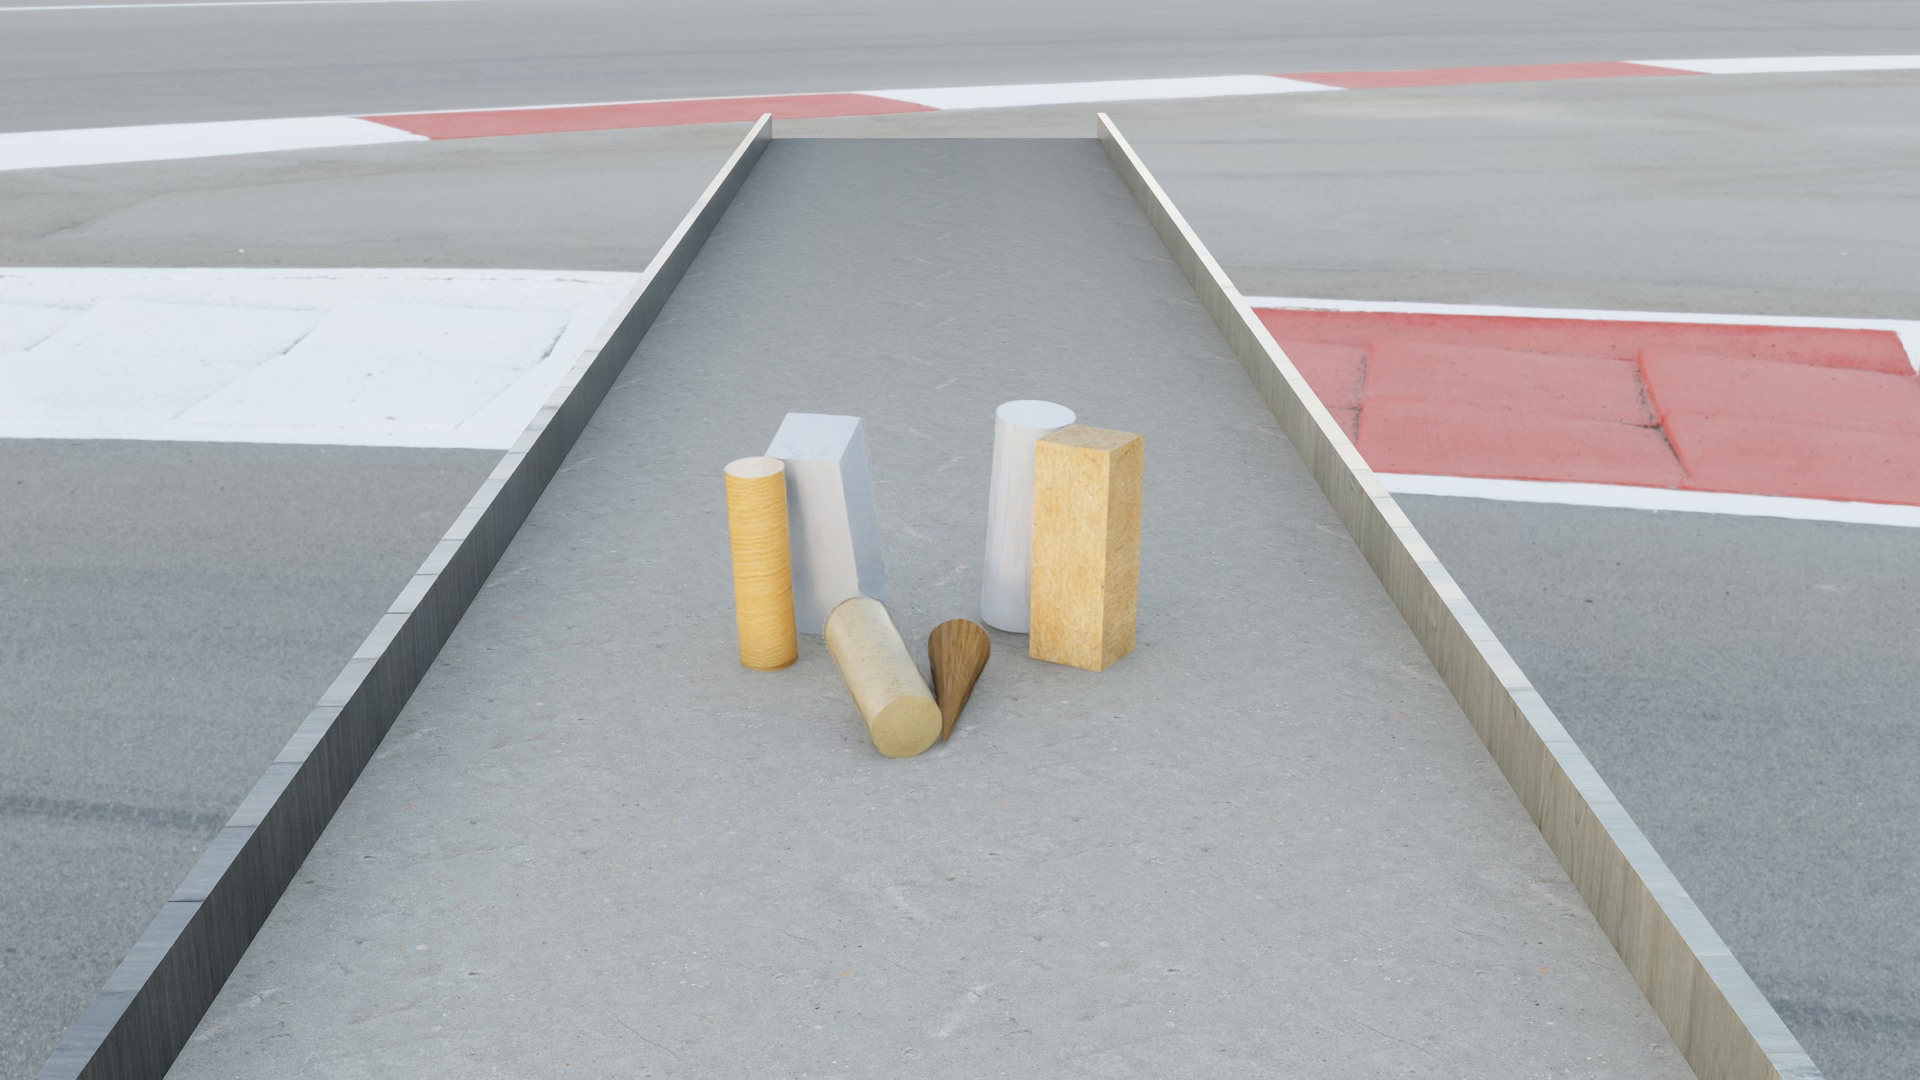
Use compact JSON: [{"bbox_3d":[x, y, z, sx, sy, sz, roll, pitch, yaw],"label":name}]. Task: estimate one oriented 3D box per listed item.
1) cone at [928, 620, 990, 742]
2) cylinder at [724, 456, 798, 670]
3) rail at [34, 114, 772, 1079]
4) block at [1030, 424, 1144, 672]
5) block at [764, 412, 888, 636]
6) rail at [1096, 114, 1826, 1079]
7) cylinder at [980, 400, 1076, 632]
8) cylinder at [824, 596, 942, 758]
[{"bbox_3d":[-0.016,0.291,4.142,0.124,0.124,0.367,1,26,4],"label":"cone"},{"bbox_3d":[-0.390,0.048,4.328,0.116,0.409,0.116,-2,23,1],"label":"cylinder"},{"bbox_3d":[-1.118,-0.838,7.780,0.050,0.150,12.000,0,17,-1],"label":"rail"},{"bbox_3d":[0.252,0.013,4.386,0.160,0.450,0.160,10,19,28],"label":"block"},{"bbox_3d":[-0.268,-0.026,4.477,0.154,0.452,0.154,5,39,15],"label":"block"},{"bbox_3d":[0.932,-0.844,7.801,0.050,0.150,12.000,0,17,-1],"label":"rail"},{"bbox_3d":[0.139,-0.048,4.553,0.161,0.457,0.161,3,24,-2],"label":"cylinder"},{"bbox_3d":[-0.144,0.248,4.039,0.130,0.130,0.356,-5,29,-16],"label":"cylinder"}]
